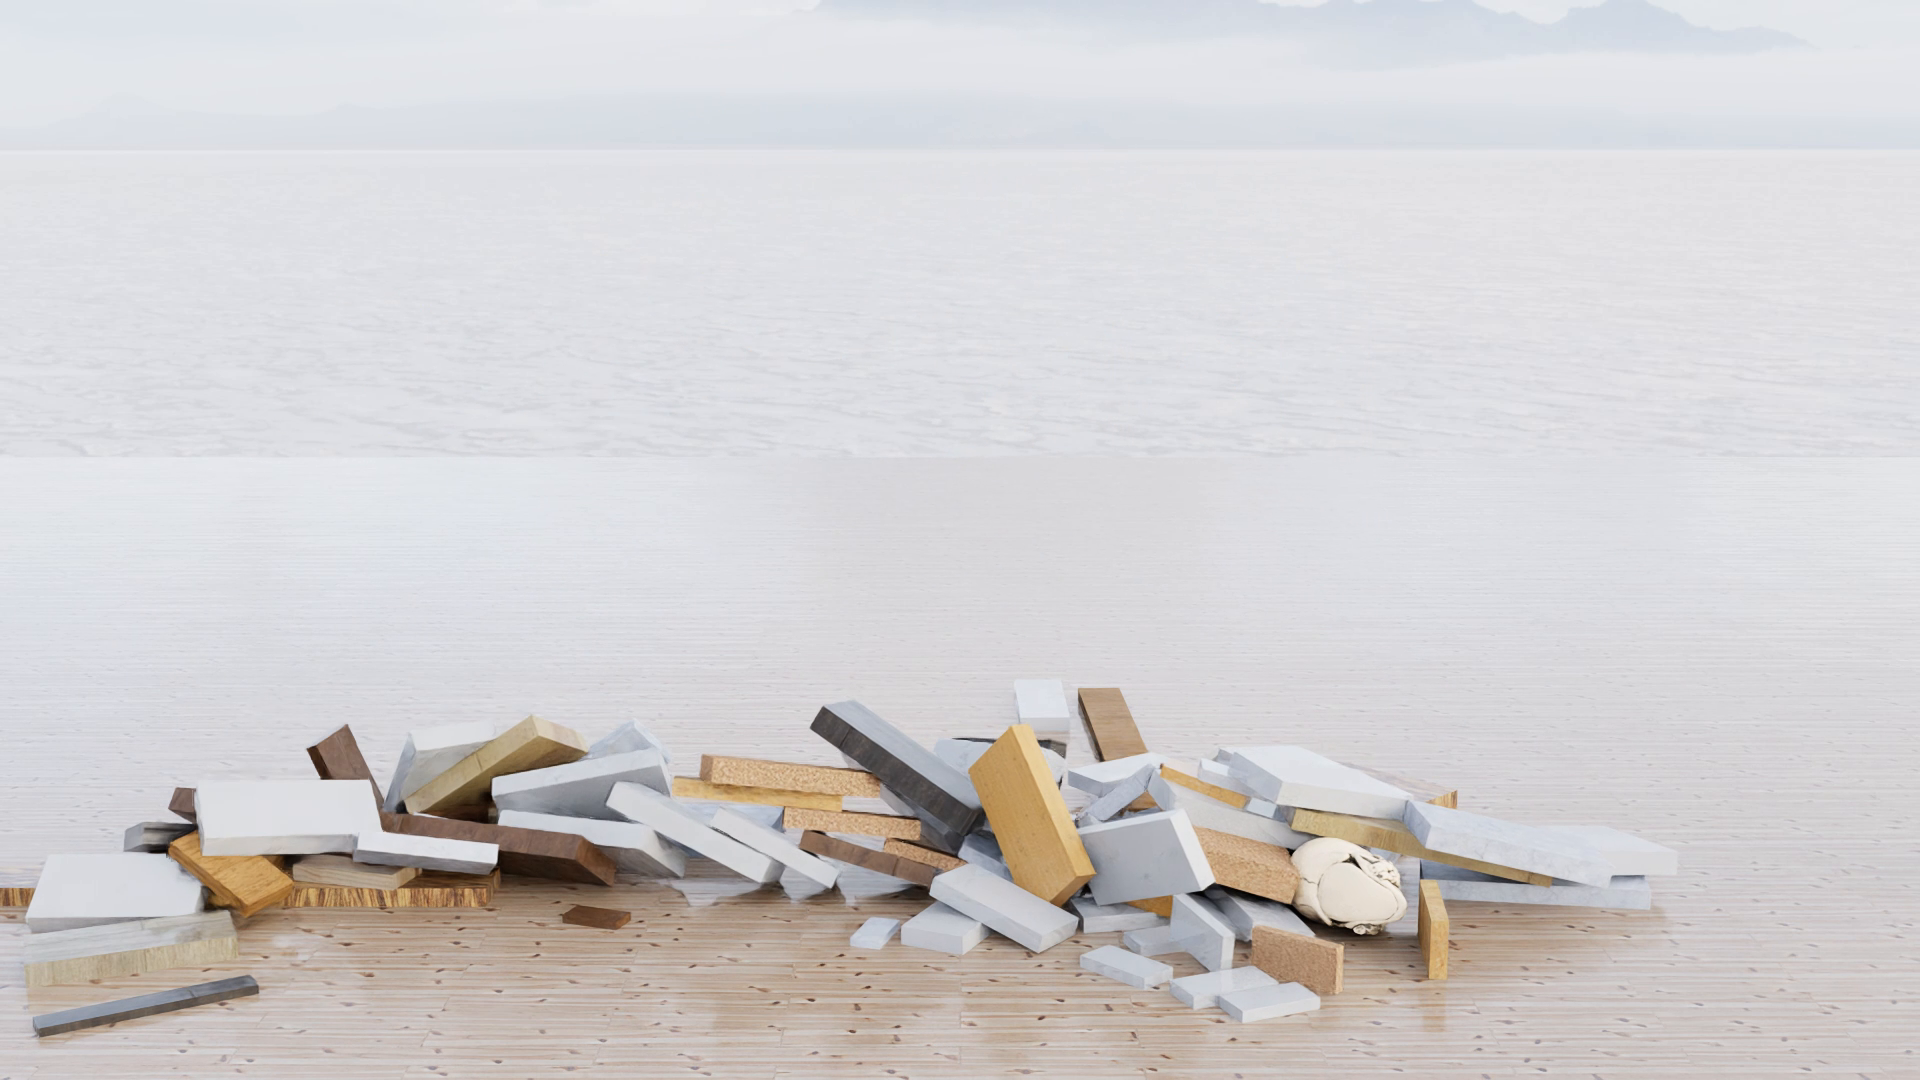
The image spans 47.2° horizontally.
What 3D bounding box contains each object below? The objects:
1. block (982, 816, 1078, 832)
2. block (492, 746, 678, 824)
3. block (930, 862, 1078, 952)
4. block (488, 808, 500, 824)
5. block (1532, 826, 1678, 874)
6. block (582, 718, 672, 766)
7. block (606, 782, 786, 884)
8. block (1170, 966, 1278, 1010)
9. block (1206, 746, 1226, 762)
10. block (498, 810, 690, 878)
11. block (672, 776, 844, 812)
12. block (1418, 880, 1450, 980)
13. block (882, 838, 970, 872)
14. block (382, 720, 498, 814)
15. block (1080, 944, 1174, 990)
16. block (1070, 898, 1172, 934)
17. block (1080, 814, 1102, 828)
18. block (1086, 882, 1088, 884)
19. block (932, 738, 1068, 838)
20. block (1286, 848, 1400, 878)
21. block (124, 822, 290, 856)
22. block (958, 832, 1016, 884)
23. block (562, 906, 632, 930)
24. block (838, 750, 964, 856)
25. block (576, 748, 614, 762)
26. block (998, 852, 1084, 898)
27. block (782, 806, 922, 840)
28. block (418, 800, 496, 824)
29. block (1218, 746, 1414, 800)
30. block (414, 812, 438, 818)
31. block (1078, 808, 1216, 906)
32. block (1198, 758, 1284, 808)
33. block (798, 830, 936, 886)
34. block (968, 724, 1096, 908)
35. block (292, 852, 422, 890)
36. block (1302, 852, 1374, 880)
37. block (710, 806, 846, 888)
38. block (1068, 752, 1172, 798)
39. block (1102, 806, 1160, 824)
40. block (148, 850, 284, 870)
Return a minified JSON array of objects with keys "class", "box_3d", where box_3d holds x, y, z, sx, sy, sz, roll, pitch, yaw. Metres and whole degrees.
[{"class":"block","box_3d":[0.129,0.486,3.673,0.165,0.023,0.082,12,3,16]},{"class":"block","box_3d":[-0.650,0.449,3.824,0.293,0.146,0.041,-10,43,0]},{"class":"block","box_3d":[0.069,0.581,3.486,0.214,0.030,0.107,23,19,30]},{"class":"block","box_3d":[-0.758,0.507,3.902,0.152,0.076,0.022,-2,38,-8]},{"class":"block","box_3d":[1.097,0.529,3.762,0.136,0.039,0.273,1,2,-9]},{"class":"block","box_3d":[-0.629,0.412,3.932,0.206,0.103,0.029,-34,31,12]},{"class":"block","box_3d":[-0.438,0.490,3.686,0.293,0.041,0.146,25,-3,10]},{"class":"block","box_3d":[0.389,0.659,3.241,0.142,0.020,0.071,-5,11,-23]},{"class":"block","box_3d":[0.496,0.445,4.291,0.016,0.058,0.116,4,11,22]},{"class":"block","box_3d":[-0.622,0.514,3.720,0.293,0.041,0.146,2,-26,25]},{"class":"block","box_3d":[-0.339,0.427,3.693,0.282,0.029,0.103,6,-5,-4]},{"class":"block","box_3d":[0.727,0.597,3.379,0.026,0.092,0.185,1,11,6]},{"class":"block","box_3d":[-0.047,0.531,3.682,0.165,0.023,0.082,17,-5,0]},{"class":"block","box_3d":[-0.927,0.424,3.905,0.148,0.295,0.042,-6,57,-31]},{"class":"block","box_3d":[0.251,0.645,3.323,0.065,0.018,0.130,-10,14,-43]},{"class":"block","box_3d":[0.275,0.600,3.548,0.180,0.025,0.090,-2,11,-12]},{"class":"block","box_3d":[0.279,0.528,3.642,0.180,0.026,0.090,37,7,-7]},{"class":"block","box_3d":[0.244,0.561,3.662,0.145,0.021,0.072,15,9,-5]},{"class":"block","box_3d":[0.041,0.443,3.912,0.045,0.160,0.320,39,-23,-31]},{"class":"block","box_3d":[0.640,0.524,3.788,0.219,0.031,0.109,9,20,26]},{"class":"block","box_3d":[-1.265,0.509,3.727,0.261,0.037,0.130,8,-17,-33]},{"class":"block","box_3d":[0.078,0.542,3.667,0.165,0.023,0.082,26,10,1]},{"class":"block","box_3d":[-0.584,0.607,3.538,0.097,0.014,0.049,4,11,20]},{"class":"block","box_3d":[-0.093,0.446,3.809,0.282,0.141,0.040,36,74,31]},{"class":"block","box_3d":[-0.693,0.452,3.911,0.206,0.103,0.029,-24,34,7]},{"class":"block","box_3d":[0.137,0.547,3.661,0.145,0.021,0.072,26,10,1]},{"class":"block","box_3d":[-0.182,0.473,3.681,0.226,0.032,0.113,6,-5,-5]},{"class":"block","box_3d":[-0.887,0.508,3.892,0.152,0.076,0.022,-6,32,-30]},{"class":"block","box_3d":[0.640,0.444,3.994,0.178,0.050,0.355,1,9,-27]},{"class":"block","box_3d":[-0.863,0.505,3.793,0.152,0.022,0.076,11,-24,4]},{"class":"block","box_3d":[0.282,0.499,3.452,0.035,0.122,0.245,-26,4,-40]},{"class":"block","box_3d":[0.466,0.400,3.630,0.146,0.021,0.073,18,10,1]},{"class":"block","box_3d":[-0.153,0.528,3.673,0.226,0.032,0.113,16,-4,1]},{"class":"block","box_3d":[0.114,0.456,3.570,0.040,0.280,0.140,1,-37,-38]},{"class":"block","box_3d":[-1.002,0.547,3.658,0.185,0.026,0.093,3,11,16]},{"class":"block","box_3d":[0.638,0.550,3.719,0.117,0.059,0.017,6,29,28]},{"class":"block","box_3d":[-0.303,0.510,3.668,0.226,0.032,0.113,27,-4,4]},{"class":"block","box_3d":[0.322,0.449,4.205,0.211,0.030,0.105,-7,13,-35]},{"class":"block","box_3d":[0.318,0.526,3.924,0.230,0.033,0.115,-10,14,-42]},{"class":"block","box_3d":[-1.248,0.546,3.647,0.221,0.031,0.110,0,11,-2]}]
